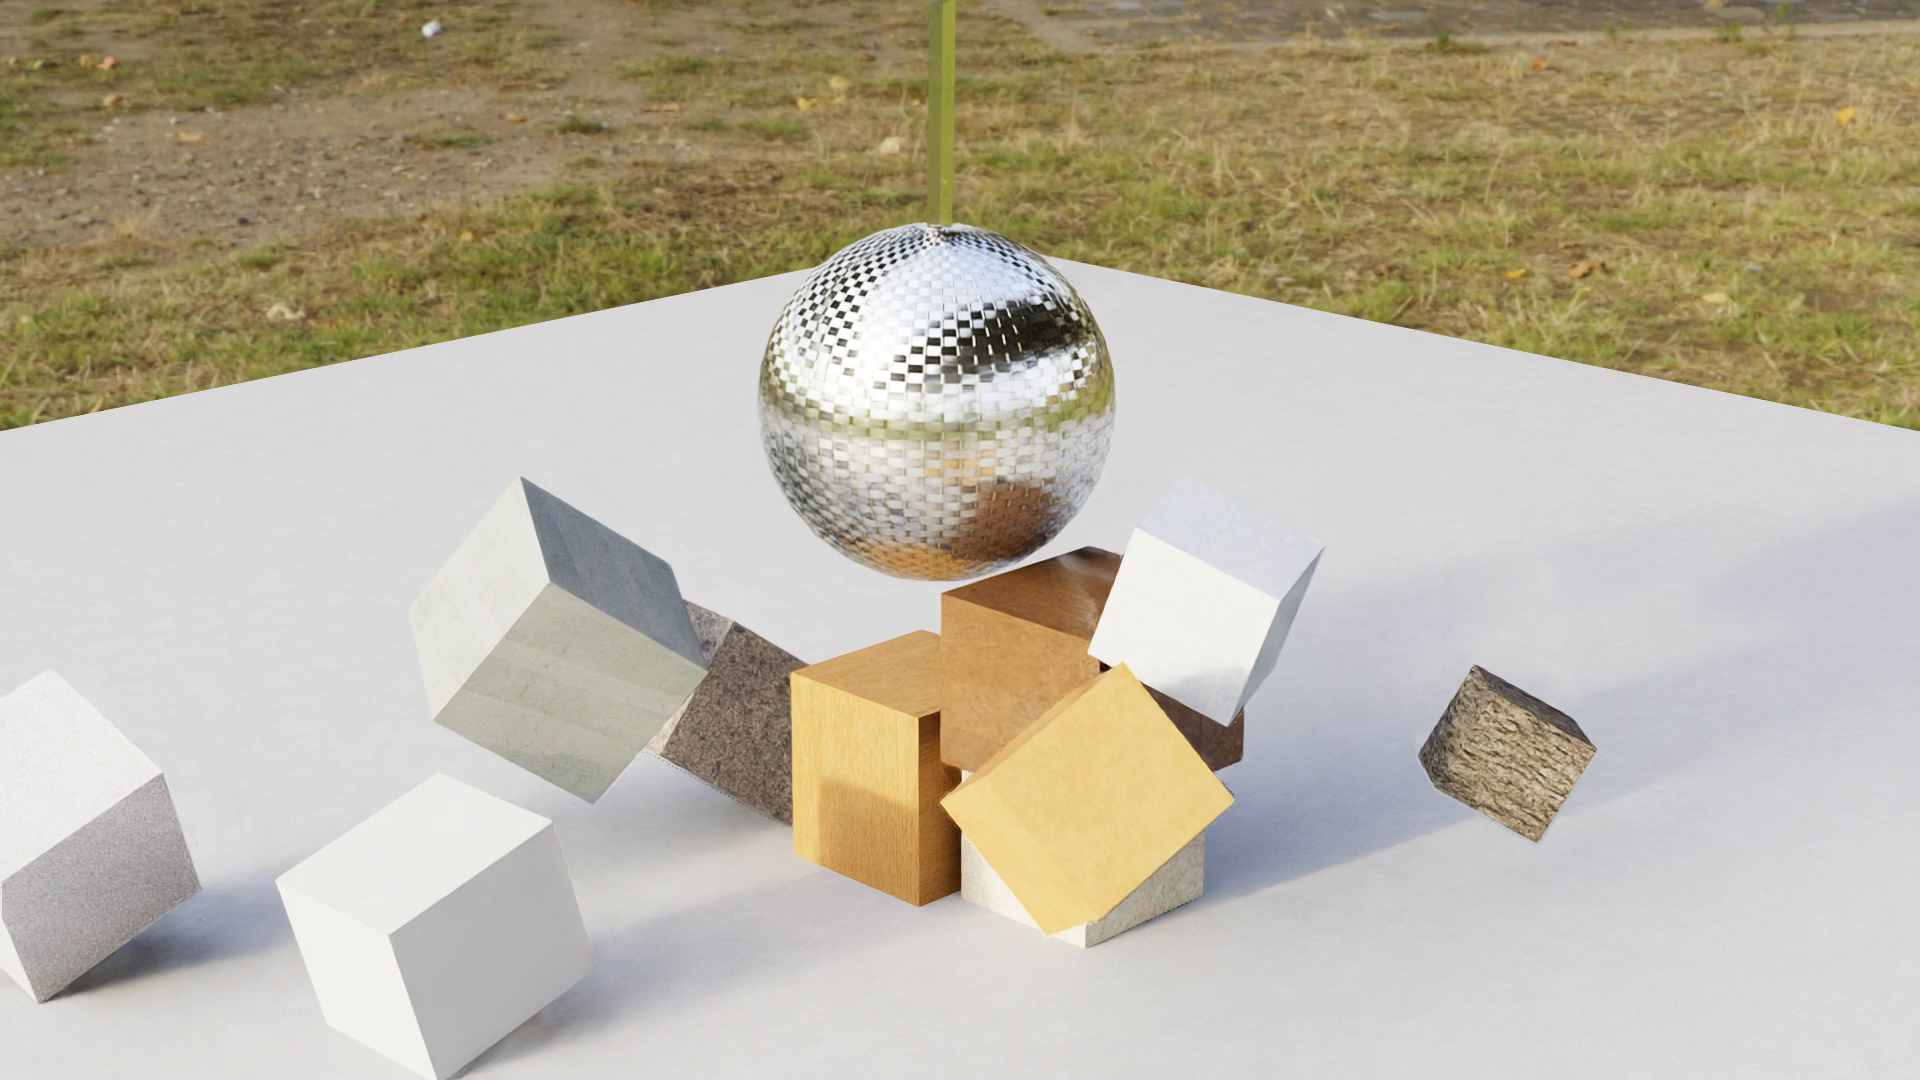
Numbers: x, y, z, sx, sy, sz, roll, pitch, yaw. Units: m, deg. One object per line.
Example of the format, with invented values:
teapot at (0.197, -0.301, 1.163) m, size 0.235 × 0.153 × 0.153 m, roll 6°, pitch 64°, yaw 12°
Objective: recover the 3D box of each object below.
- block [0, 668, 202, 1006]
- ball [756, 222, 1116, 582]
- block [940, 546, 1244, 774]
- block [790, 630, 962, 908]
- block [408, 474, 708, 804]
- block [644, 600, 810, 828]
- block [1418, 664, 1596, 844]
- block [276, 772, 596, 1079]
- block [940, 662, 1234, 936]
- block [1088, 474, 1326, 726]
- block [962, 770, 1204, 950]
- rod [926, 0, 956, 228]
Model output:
block at (-3.835, 1.236, 12.284) m, size 0.809 × 0.811 × 0.823 m, roll 35°, pitch 57°, yaw 29°
ball at (-0.103, -0.610, 13.042) m, size 1.600 × 1.600 × 1.600 m, roll 0°, pitch 17°, yaw 0°
block at (0.579, 0.597, 12.734) m, size 0.926 × 0.779 × 0.947 m, roll 17°, pitch 24°, yaw 42°
block at (-0.182, 1.034, 13.544) m, size 0.840 × 0.905 × 0.836 m, roll -17°, pitch 24°, yaw -42°
block at (-1.868, 0.460, 13.563) m, size 0.914 × 0.859 × 0.941 m, roll 33°, pitch 17°, yaw -32°
block at (-1.067, 0.811, 13.866) m, size 0.870 × 0.699 × 0.700 m, roll 33°, pitch -8°, yaw -32°
block at (2.281, 0.890, 12.261) m, size 0.494 × 0.465 × 0.443 m, roll 29°, pitch 11°, yaw -8°
block at (-2.107, 1.554, 11.849) m, size 0.754 × 0.735 × 0.844 m, roll 16°, pitch 39°, yaw 41°
block at (0.484, 1.016, 11.413) m, size 0.716 × 0.682 × 0.703 m, roll -39°, pitch -1°, yaw -20°
block at (0.998, 0.239, 11.879) m, size 0.644 × 0.644 × 0.545 m, roll 28°, pitch 34°, yaw 13°
block at (0.552, 1.264, 13.114) m, size 0.755 × 0.722 × 0.786 m, roll 17°, pitch 24°, yaw 42°
rod at (-0.045, -3.870, 12.079) m, size 0.080 × 5.200 × 0.080 m, roll 17°, pitch 23°, yaw 42°
